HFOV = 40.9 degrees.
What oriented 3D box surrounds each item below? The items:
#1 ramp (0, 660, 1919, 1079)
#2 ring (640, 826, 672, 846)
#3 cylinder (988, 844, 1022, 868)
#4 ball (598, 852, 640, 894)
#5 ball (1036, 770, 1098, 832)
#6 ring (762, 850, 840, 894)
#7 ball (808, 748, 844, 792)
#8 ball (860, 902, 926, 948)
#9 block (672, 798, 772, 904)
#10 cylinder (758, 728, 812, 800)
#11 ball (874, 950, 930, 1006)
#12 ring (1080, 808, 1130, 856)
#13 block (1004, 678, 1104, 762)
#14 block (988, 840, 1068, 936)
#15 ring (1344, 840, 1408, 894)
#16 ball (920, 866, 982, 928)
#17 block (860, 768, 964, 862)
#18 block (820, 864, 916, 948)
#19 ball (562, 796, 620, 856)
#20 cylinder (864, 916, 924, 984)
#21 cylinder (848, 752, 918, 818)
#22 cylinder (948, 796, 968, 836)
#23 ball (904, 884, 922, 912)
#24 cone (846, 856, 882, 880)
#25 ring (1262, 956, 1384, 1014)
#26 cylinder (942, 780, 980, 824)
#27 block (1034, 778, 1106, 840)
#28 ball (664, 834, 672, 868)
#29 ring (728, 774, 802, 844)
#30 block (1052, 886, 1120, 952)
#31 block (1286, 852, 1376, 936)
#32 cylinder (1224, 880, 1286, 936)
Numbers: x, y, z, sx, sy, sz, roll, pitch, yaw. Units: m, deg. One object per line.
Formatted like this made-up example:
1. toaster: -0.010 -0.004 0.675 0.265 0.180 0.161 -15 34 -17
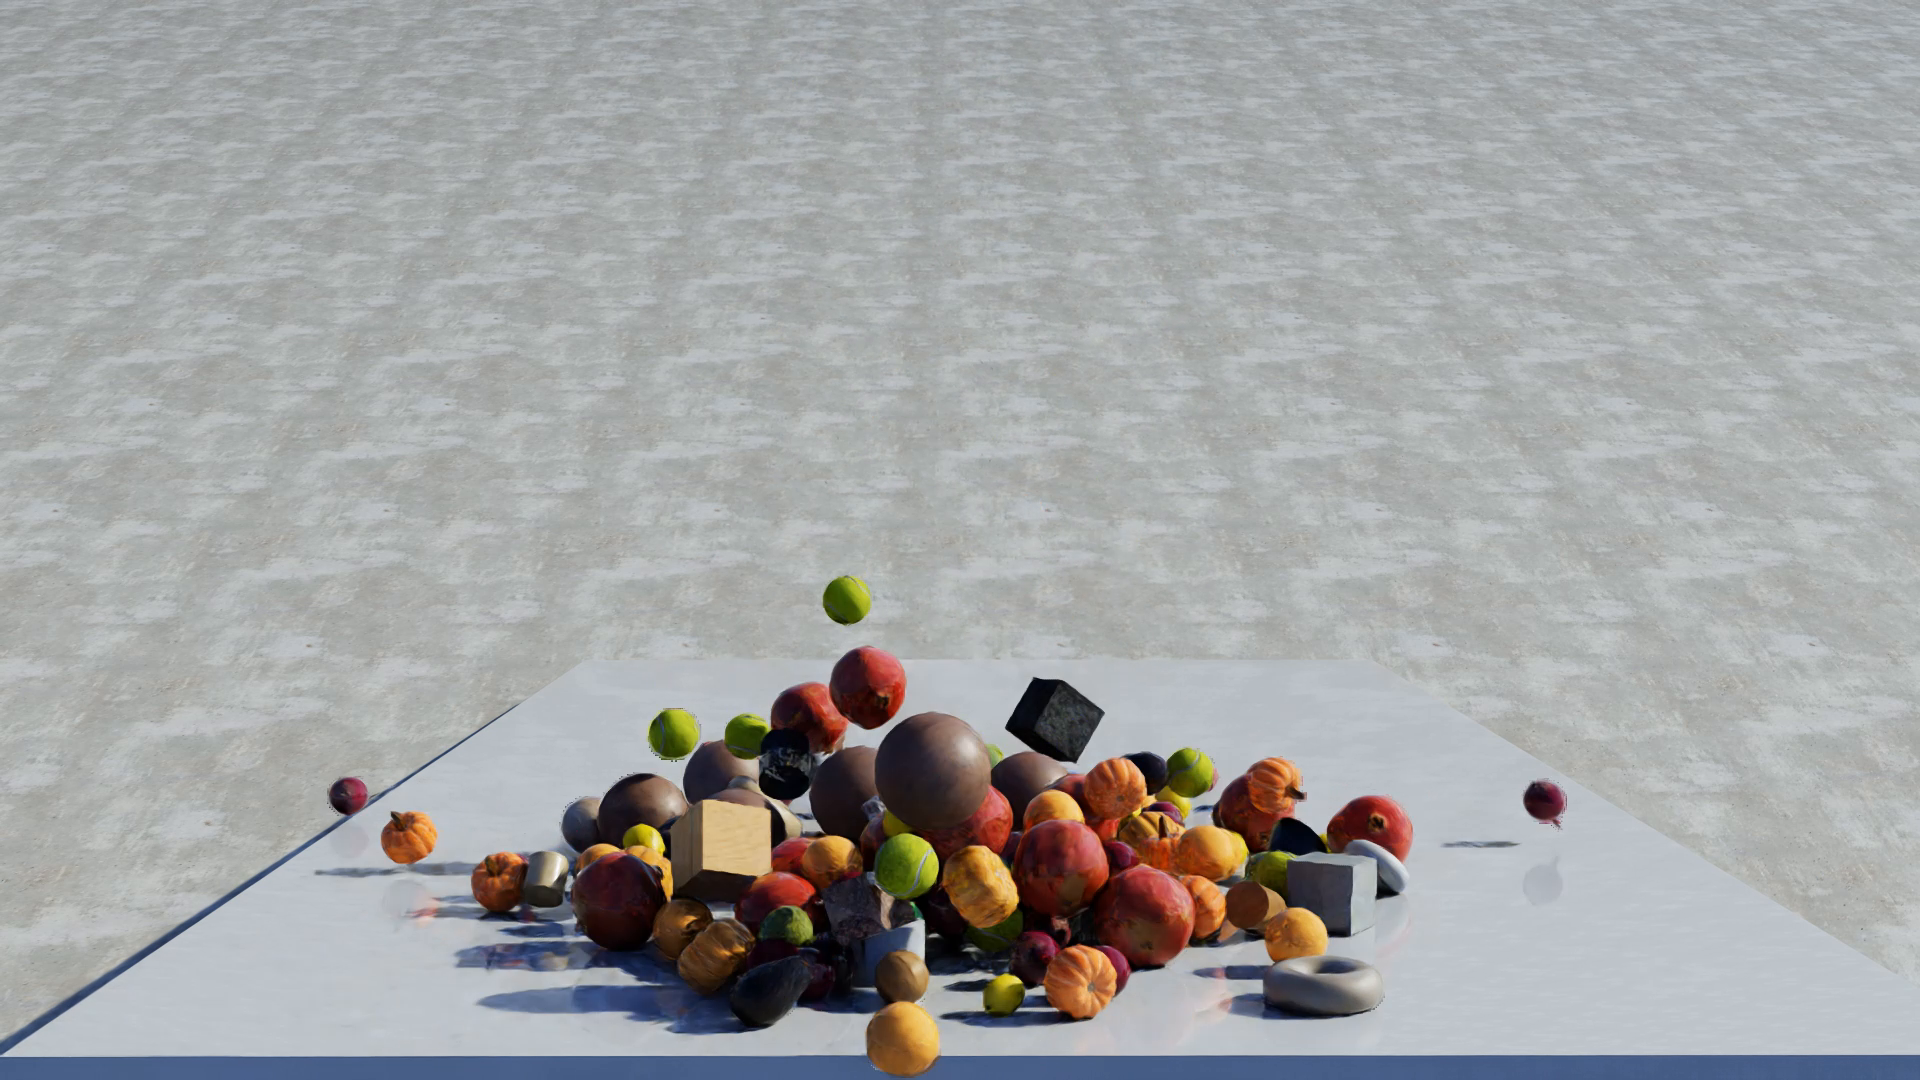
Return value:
1. ramp: 0.050 0.456 4.533 2.000 0.100 4.000 0 3 0
2. ring: -0.427 0.430 3.745 0.077 0.026 0.077 -6 -5 -1
3. cylinder: 0.070 0.430 3.346 0.050 0.050 0.050 -19 72 -39
4. ball: -0.448 0.438 3.382 0.054 0.054 0.054 0 22 0
5. ball: 0.147 0.361 3.555 0.085 0.085 0.085 0 22 0
6. ring: -0.221 0.442 3.426 0.122 0.041 0.122 3 7 0
7. ball: -0.207 0.343 3.837 0.065 0.065 0.065 0 22 0
8. ball: -0.077 0.448 2.950 0.078 0.078 0.078 0 22 0
9. block: -0.279 0.364 3.004 0.087 0.087 0.087 13 57 -28
10. cylinder: -0.248 0.318 3.644 0.072 0.072 0.072 0 41 0
11. ball: -0.062 0.468 2.746 0.059 0.059 0.059 0 22 0
12. ring: 0.203 0.410 3.613 0.078 0.026 0.078 17 43 -16
13. block: 0.134 0.256 3.659 0.085 0.085 0.085 -59 21 -16
14. block: 0.086 0.417 3.082 0.066 0.066 0.066 -35 36 -5
15. ring: 0.546 0.428 3.375 0.095 0.095 0.032 21 66 41
16. ball: -0.010 0.438 3.154 0.076 0.076 0.076 0 22 0
17. block: -0.059 0.342 3.191 0.083 0.083 0.083 -30 -1 -18
18. block: -0.099 0.397 2.789 0.064 0.064 0.064 -25 -11 29
19. ball: -0.527 0.409 3.674 0.083 0.083 0.083 0 22 0
20. cylinder: -0.073 0.457 2.865 0.066 0.066 0.066 2 4 0
21. cylinder: -0.107 0.374 3.801 0.090 0.090 0.090 27 -10 5
22. cylinder: -0.030 0.410 3.809 0.059 0.059 0.059 -20 9 -41
23. ball: -0.079 0.446 3.114 0.065 0.065 0.065 0 22 0
24. cone: -0.090 0.447 3.166 0.088 0.088 0.088 22 30 28
25. ring: 0.388 0.476 2.748 0.130 0.043 0.130 -1 4 0
26. cylinder: -0.015 0.403 3.898 0.070 0.070 0.070 10 6 23
27. block: 0.164 0.401 3.854 0.080 0.080 0.080 2 3 30
28. ball: -0.376 0.427 3.525 0.062 0.062 0.062 0 22 0
29. ring: -0.285 0.393 3.756 0.044 0.131 0.131 -49 35 -5
30. block: 0.148 0.448 3.037 0.055 0.055 0.055 -5 14 -33
31. block: 0.456 0.433 3.156 0.083 0.083 0.083 2 2 29
32. cylinder: 0.355 0.443 3.087 0.058 0.058 0.058 15 -9 33
